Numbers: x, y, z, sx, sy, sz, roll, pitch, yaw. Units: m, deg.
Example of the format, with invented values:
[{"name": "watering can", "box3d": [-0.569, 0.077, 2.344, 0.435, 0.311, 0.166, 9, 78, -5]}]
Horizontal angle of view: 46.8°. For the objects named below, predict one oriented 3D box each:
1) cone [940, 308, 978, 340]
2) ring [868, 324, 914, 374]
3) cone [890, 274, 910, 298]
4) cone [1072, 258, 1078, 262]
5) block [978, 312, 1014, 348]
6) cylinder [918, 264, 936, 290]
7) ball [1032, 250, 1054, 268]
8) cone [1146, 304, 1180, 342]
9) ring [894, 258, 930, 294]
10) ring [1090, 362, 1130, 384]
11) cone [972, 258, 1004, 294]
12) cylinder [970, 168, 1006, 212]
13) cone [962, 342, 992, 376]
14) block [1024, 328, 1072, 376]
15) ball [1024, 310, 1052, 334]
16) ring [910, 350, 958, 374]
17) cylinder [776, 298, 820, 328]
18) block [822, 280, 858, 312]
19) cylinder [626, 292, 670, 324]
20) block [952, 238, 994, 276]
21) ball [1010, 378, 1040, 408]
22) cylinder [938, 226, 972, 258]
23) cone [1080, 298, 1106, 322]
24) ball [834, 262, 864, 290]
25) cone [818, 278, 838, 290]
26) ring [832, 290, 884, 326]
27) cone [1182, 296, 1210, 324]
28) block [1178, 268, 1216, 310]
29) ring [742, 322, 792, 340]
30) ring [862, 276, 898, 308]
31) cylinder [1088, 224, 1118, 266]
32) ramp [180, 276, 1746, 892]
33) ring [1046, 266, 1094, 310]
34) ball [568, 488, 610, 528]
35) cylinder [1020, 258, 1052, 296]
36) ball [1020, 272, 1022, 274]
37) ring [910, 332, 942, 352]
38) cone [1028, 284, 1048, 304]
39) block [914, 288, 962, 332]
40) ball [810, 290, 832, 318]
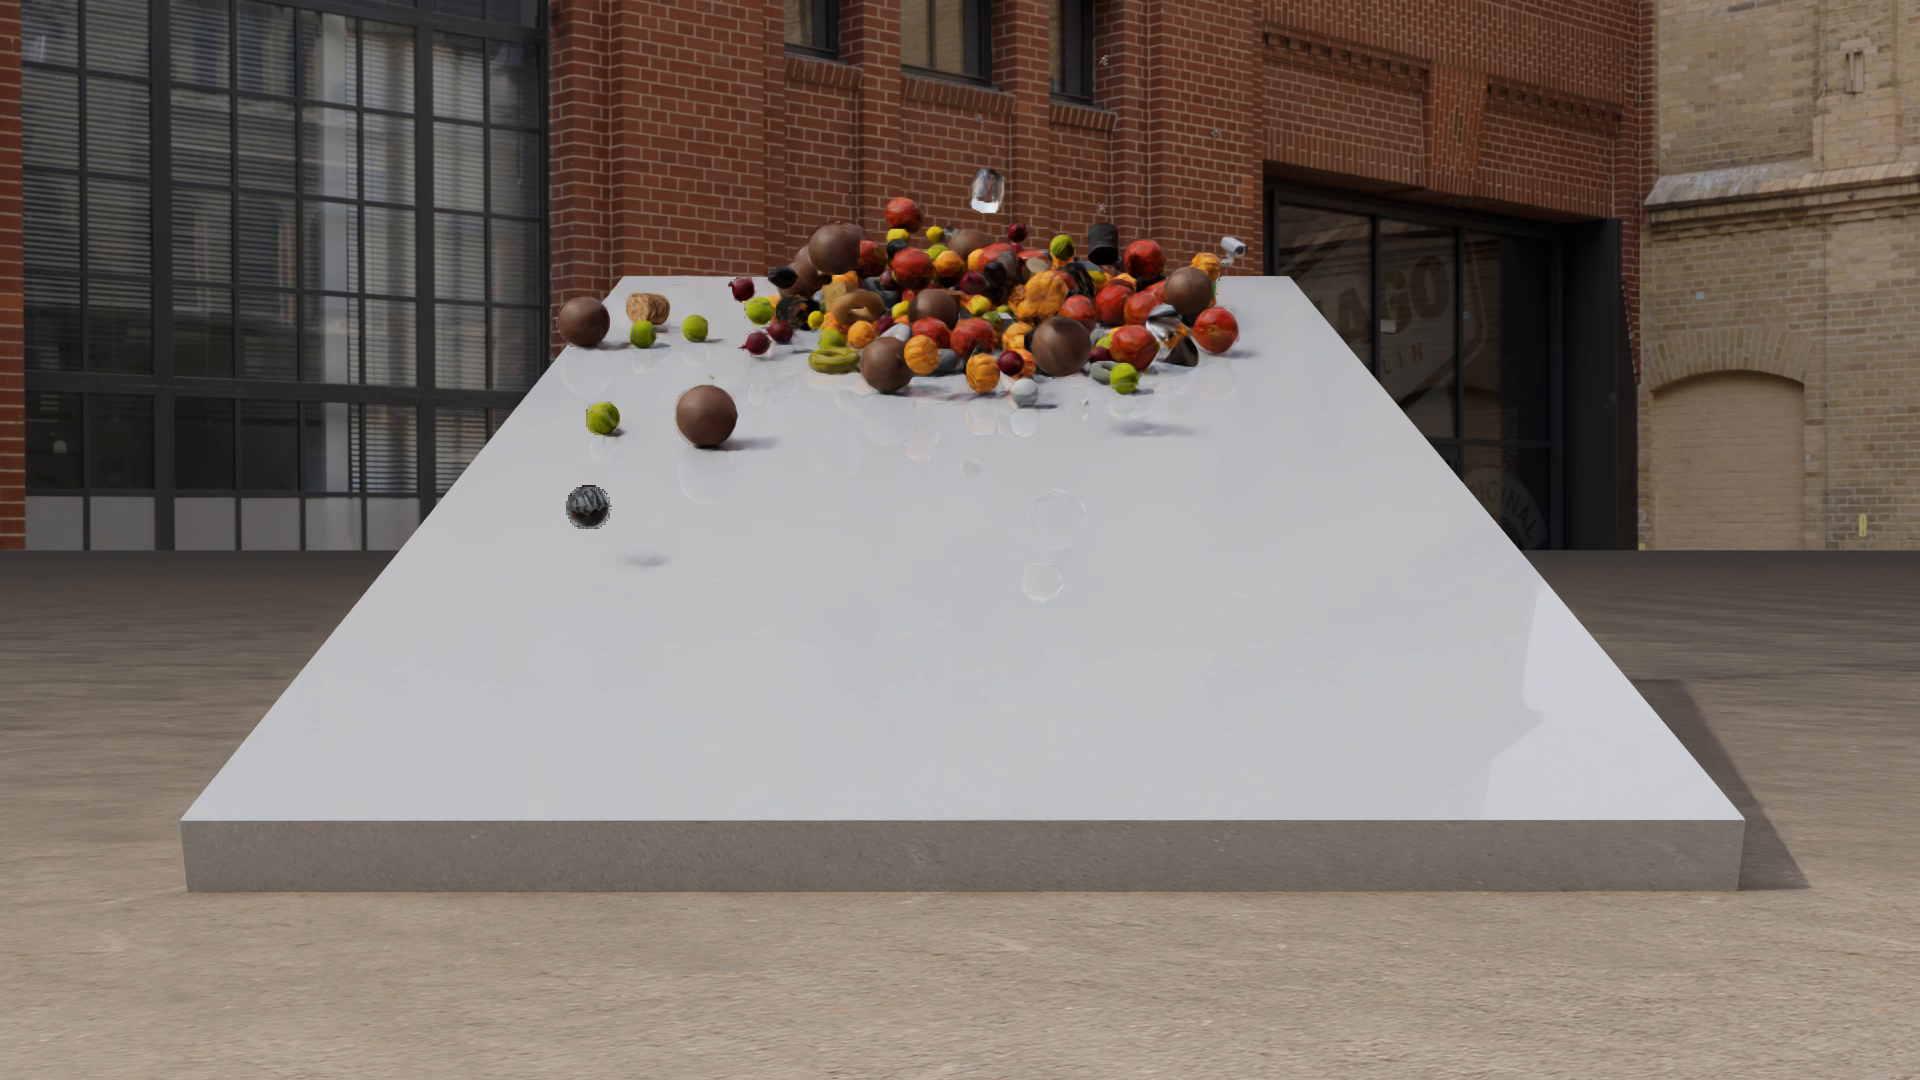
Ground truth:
[{"name": "cone", "box3d": [-0.013, -0.545, 5.762, 0.092, 0.092, 0.092, -22, -10, 25]}, {"name": "ring", "box3d": [-0.167, -0.463, 5.364, 0.047, 0.141, 0.141, 40, -18, -23]}, {"name": "cone", "box3d": [-0.169, -0.710, 6.322, 0.082, 0.082, 0.082, 0, 43, 19]}, {"name": "cone", "box3d": [0.362, -0.764, 6.495, 0.095, 0.095, 0.095, 24, -6, -14]}, {"name": "block", "box3d": [0.091, -0.535, 5.673, 0.077, 0.077, 0.077, -3, 17, -9]}, {"name": "cylinder", "box3d": [-0.105, -0.757, 6.412, 0.075, 0.075, 0.075, 0, 17, 0]}, {"name": "ball", "box3d": [0.234, -0.795, 6.308, 0.062, 0.062, 0.062, 0, 0, 0]}, {"name": "cone", "box3d": [0.487, -0.551, 5.574, 0.097, 0.097, 0.097, 0, -2, 31]}, {"name": "ring", "box3d": [-0.133, -0.733, 6.185, 0.040, 0.121, 0.121, -40, -23, 31]}, {"name": "ring", "box3d": [0.355, -0.398, 5.272, 0.097, 0.032, 0.097, 9, 25, -4]}, {"name": "cone", "box3d": [0.084, -0.768, 6.417, 0.094, 0.094, 0.094, 0, 17, 0]}, {"name": "cylinder", "box3d": [0.075, -0.931, 5.916, 0.085, 0.085, 0.085, 5, -22, 2]}, {"name": "cone", "box3d": [0.043, -0.445, 5.371, 0.076, 0.076, 0.076, 0, 17, 0]}, {"name": "block", "box3d": [0.215, -0.455, 5.371, 0.097, 0.097, 0.097, 4, 17, 14]}, {"name": "ball", "box3d": [0.203, -0.561, 5.761, 0.076, 0.076, 0.076, 0, 0, 0]}, {"name": "ring", "box3d": [-0.063, -0.433, 5.379, 0.122, 0.041, 0.122, -6, 19, 2]}, {"name": "cylinder", "box3d": [-0.430, -0.602, 5.881, 0.083, 0.083, 0.083, 7, 4, 43]}, {"name": "block", "box3d": [-0.313, -0.644, 5.842, 0.068, 0.068, 0.068, -10, 3, 25]}, {"name": "cylinder", "box3d": [-0.824, -0.611, 5.858, 0.082, 0.082, 0.082, 0, 2, 34]}, {"name": "block", "box3d": [0.037, -0.852, 6.798, 0.082, 0.082, 0.082, -43, -11, -29]}, {"name": "ball", "box3d": [0.147, -0.334, 5.018, 0.067, 0.067, 0.067, 0, 0, 0]}, {"name": "cylinder", "box3d": [-0.015, -0.893, 6.631, 0.076, 0.076, 0.076, 0, 23, -35]}, {"name": "cone", "box3d": [0.361, -0.626, 5.987, 0.067, 0.067, 0.067, 2, 14, -1]}, {"name": "ball", "box3d": [-0.320, -0.757, 6.384, 0.091, 0.091, 0.091, 0, 0, 0]}, {"name": "cone", "box3d": [-0.359, -0.725, 6.284, 0.060, 0.060, 0.060, 26, -27, 14]}, {"name": "ring", "box3d": [-0.257, -0.584, 5.585, 0.134, 0.045, 0.134, -5, -27, -3]}, {"name": "cone", "box3d": [0.619, -0.610, 5.990, 0.083, 0.083, 0.083, 0, -11, -23]}, {"name": "block", "box3d": [0.658, -0.694, 6.148, 0.087, 0.087, 0.087, 5, 35, 16]}, {"name": "ring", "box3d": [-0.505, -0.546, 5.791, 0.128, 0.043, 0.128, 1, 6, 0]}, {"name": "ring", "box3d": [-0.220, -0.679, 6.083, 0.109, 0.109, 0.036, 0, -43, -50]}, {"name": "cylinder", "box3d": [0.384, -0.792, 5.942, 0.080, 0.080, 0.080, 0, -31, 0]}, {"name": "ramp", "box3d": [-0.003, -0.170, 4.762, 2.000, 0.100, 4.000, 0, 17, 0]}, {"name": "ring", "box3d": [0.297, -0.680, 5.989, 0.131, 0.131, 0.044, 0, 37, 2]}, {"name": "ball", "box3d": [-0.645, -0.057, 3.855, 0.070, 0.070, 0.070, 0, 0, 0]}, {"name": "cylinder", "box3d": [0.202, -0.715, 6.028, 0.074, 0.074, 0.074, 0, -42, -25]}, {"name": "ball", "box3d": [0.172, -0.743, 6.393, 0.060, 0.060, 0.060, 0, 0, 0]}, {"name": "ring", "box3d": [-0.094, -0.502, 5.637, 0.097, 0.032, 0.097, 1, 20, 0]}, {"name": "cone", "box3d": [0.205, -0.666, 5.935, 0.053, 0.053, 0.053, -6, 21, 2]}, {"name": "block", "box3d": [-0.060, -0.609, 5.885, 0.096, 0.096, 0.096, -7, 18, -22]}, {"name": "ball", "box3d": [-0.370, -0.643, 6.027, 0.078, 0.078, 0.078, 0, 0, 0]}]
